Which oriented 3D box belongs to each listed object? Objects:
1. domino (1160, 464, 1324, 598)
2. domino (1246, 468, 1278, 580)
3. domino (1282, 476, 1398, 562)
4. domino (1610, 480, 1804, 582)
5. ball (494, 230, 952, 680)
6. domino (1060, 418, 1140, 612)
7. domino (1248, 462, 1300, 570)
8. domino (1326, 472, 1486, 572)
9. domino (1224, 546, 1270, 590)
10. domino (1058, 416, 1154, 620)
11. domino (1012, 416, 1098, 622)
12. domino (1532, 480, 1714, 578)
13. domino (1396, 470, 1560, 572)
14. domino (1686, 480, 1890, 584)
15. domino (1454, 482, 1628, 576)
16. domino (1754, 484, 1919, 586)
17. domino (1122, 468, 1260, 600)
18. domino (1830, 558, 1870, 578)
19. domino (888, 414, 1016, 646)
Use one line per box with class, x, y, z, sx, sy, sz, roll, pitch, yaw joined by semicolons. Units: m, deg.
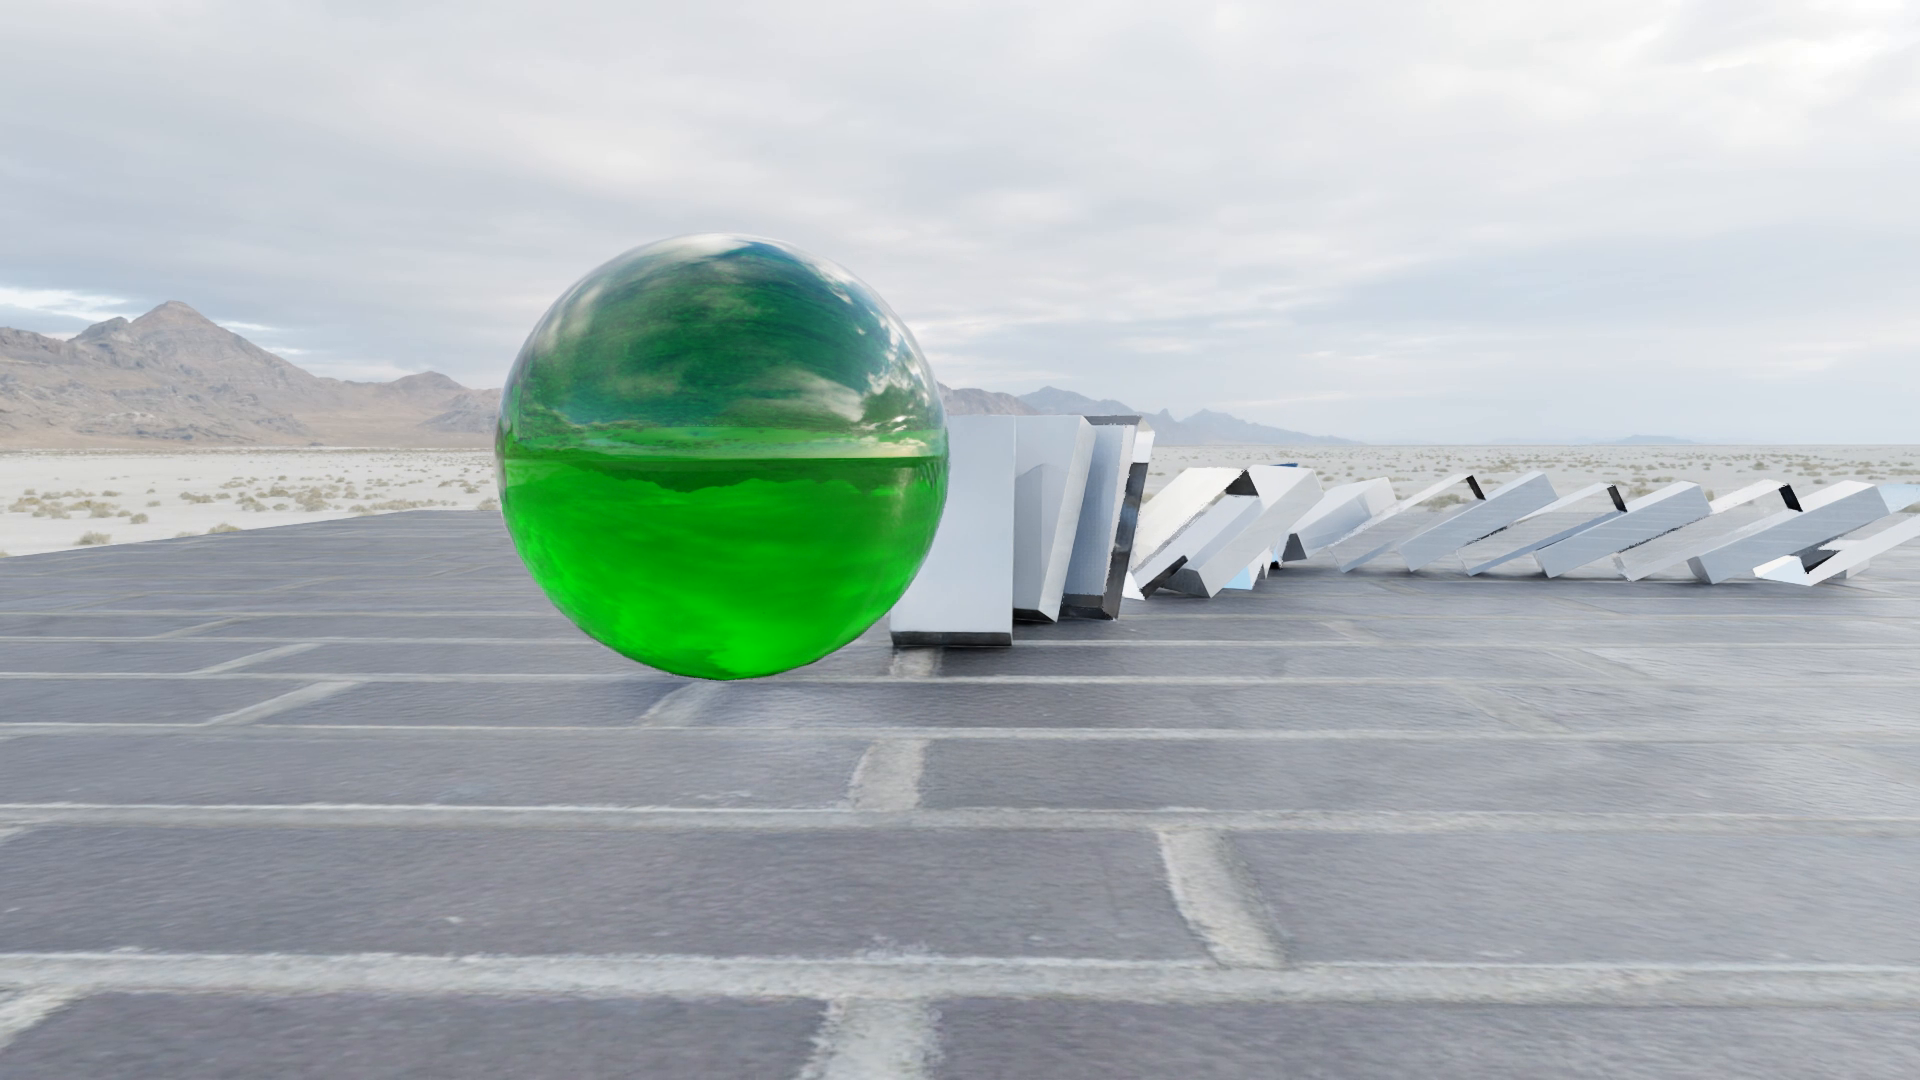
domino;0.079;-0.003;0.372;0.050;0.009;0.025;-38;23;-21
domino;0.091;-0.006;0.416;0.025;0.009;0.050;-1;34;26
domino;0.126;-0.007;0.449;0.050;0.009;0.025;-27;8;-30
domino;0.231;-0.003;0.400;0.050;0.010;0.025;-26;-3;19
ball;-0.042;-0.015;0.231;0.080;0.080;0.080;0;4;0
domino;0.031;-0.007;0.333;0.025;0.050;0.010;2;-21;22
domino;0.099;-0.008;0.435;0.025;0.010;0.050;-4;33;27
domino;0.148;-0.006;0.430;0.050;0.010;0.025;-29;-2;12
domino;0.084;-0.004;0.397;0.025;0.010;0.050;2;36;29
domino;0.031;-0.006;0.319;0.025;0.050;0.010;3;-19;33
domino;0.016;-0.006;0.316;0.025;0.050;0.009;3;-19;33
domino;0.209;-0.003;0.410;0.050;0.010;0.025;-26;-3;19
domino;0.169;-0.006;0.423;0.050;0.009;0.025;-29;-4;17
domino;0.251;-0.003;0.392;0.050;0.009;0.025;-26;-3;18
domino;0.187;-0.004;0.418;0.050;0.009;0.025;-25;-3;16
domino;0.276;-0.002;0.397;0.050;0.009;0.025;-25;5;0
domino;0.060;-0.003;0.368;0.050;0.009;0.025;-39;22;-23
domino;0.288;0.005;0.432;0.025;0.009;0.050;4;6;42
domino;-0.001;-0.003;0.275;0.025;0.050;0.009;0;-23;4
